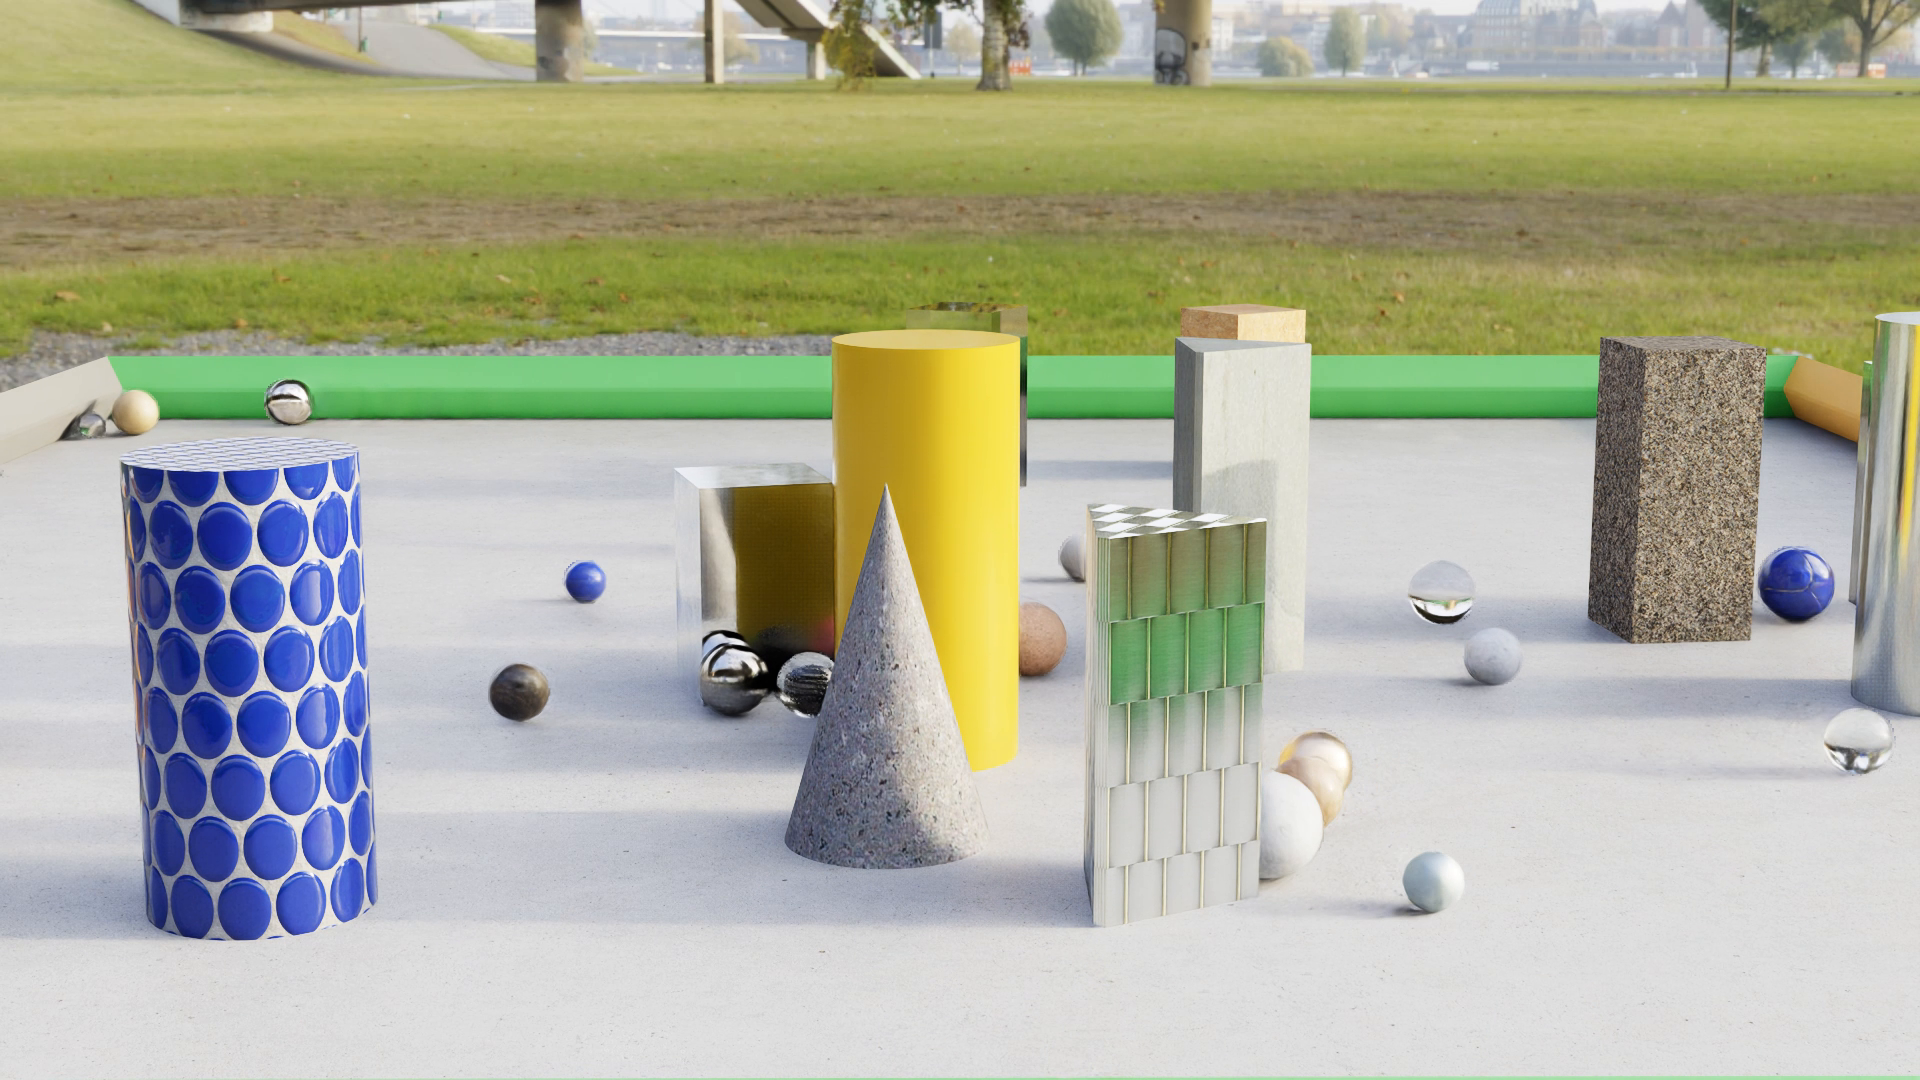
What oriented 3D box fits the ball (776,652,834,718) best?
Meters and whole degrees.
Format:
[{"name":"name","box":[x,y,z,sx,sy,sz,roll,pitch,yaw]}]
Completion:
[{"name":"ball","box":[-0.170,0.163,2.898,0.074,0.074,0.074,0,10,0]}]

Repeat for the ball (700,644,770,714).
[{"name":"ball","box":[-0.256,0.158,2.912,0.080,0.080,0.080,0,10,0]}]

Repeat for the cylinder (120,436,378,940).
[{"name":"cylinder","box":[-0.613,0.123,2.222,0.197,0.400,0.197,0,10,0]}]

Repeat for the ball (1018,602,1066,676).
[{"name":"ball","box":[0.084,0.119,3.097,0.089,0.089,0.089,0,10,0]}]

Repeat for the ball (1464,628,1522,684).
[{"name":"ball","box":[0.633,0.138,3.052,0.068,0.068,0.068,0,10,0]}]

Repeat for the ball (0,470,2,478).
[{"name":"ball","box":[-1.682,-0.113,4.402,0.070,0.070,0.070,0,10,0]}]

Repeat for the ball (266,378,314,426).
[{"name":"ball","box":[-1.369,-0.282,5.246,0.096,0.096,0.096,0,10,0]}]

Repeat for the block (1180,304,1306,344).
[{"name":"block","box":[0.509,-0.271,4.639,0.158,0.294,0.158,-7,13,-34]}]

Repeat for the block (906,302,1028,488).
[{"name":"block","box":[0.013,-0.242,4.419,0.158,0.318,0.158,5,11,24]}]

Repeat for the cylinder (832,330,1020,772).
[{"name":"cylinder","box":[-0.036,0.008,2.720,0.197,0.444,0.197,0,10,0]}]

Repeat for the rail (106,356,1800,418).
[{"name":"rail","box":[-0.011,-0.316,5.331,3.529,0.128,0.045,0,10,0]}]

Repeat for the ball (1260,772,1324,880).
[{"name":"ball","box":[0.280,0.258,2.324,0.097,0.097,0.097,0,10,0]}]

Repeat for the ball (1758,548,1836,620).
[{"name":"ball","box":[1.110,0.058,3.404,0.097,0.097,0.097,0,10,0]}]

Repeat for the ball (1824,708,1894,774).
[{"name":"ball","box":[0.934,0.209,2.667,0.069,0.069,0.069,0,10,0]}]

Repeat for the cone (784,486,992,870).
[{"name":"cone","box":[-0.069,0.115,2.419,0.197,0.344,0.197,0,10,0]}]

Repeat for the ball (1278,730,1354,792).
[{"name":"ball","box":[0.354,0.226,2.555,0.075,0.075,0.075,0,10,0]}]

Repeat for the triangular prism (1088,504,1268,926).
[{"name":"triangular prism","box":[0.155,0.145,2.270,0.171,0.339,0.148,-6,12,-30]}]

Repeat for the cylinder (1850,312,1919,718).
[{"name":"cylinder","box":[1.139,-0.032,2.943,0.197,0.442,0.197,0,10,0]}]

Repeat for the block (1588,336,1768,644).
[{"name":"block","box":[0.925,-0.068,3.321,0.158,0.376,0.158,-1,11,-7]}]

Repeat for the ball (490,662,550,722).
[{"name":"ball","box":[-0.495,0.170,2.883,0.067,0.067,0.067,0,10,0]}]

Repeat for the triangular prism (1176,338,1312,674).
[{"name":"triangular prism","box":[0.308,-0.042,3.120,0.171,0.398,0.148,-7,13,-33]}]

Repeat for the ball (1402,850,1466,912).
[{"name":"ball","box":[0.413,0.297,2.235,0.053,0.053,0.053,0,10,0]}]

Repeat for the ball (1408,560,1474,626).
[{"name":"ball","box":[0.634,0.070,3.375,0.085,0.085,0.085,0,10,0]}]

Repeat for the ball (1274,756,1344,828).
[{"name":"ball","box":[0.332,0.244,2.465,0.073,0.073,0.073,0,10,0]}]

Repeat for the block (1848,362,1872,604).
[{"name":"block","box":[1.303,-0.065,3.424,0.158,0.331,0.158,0,10,-2]}]

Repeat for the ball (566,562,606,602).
[{"name":"ball","box":[-0.513,0.057,3.519,0.057,0.057,0.057,0,10,0]}]

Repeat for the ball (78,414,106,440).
[{"name":"ball","box":[-1.708,-0.224,5.052,0.052,0.052,0.052,0,10,0]}]

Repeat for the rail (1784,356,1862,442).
[{"name":"rail","box":[1.741,0.031,3.459,0.045,0.128,3.876,0,10,0]}]

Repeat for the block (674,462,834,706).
[{"name":"block","box":[-0.242,0.049,3.022,0.158,0.254,0.158,-3,11,-16]}]

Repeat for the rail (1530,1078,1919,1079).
[{"name":"rail","box":[0.011,0.382,1.566,3.529,0.128,0.045,0,10,0]}]

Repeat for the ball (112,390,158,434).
[{"name":"ball","box":[-1.643,-0.254,5.110,0.089,0.089,0.089,0,10,0]}]

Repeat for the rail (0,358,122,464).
[{"name":"rail","box":[-1.741,0.035,3.439,0.045,0.128,3.876,0,10,0]}]

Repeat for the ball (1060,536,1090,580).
[{"name":"ball","box":[0.176,0.026,3.667,0.065,0.065,0.065,0,10,0]}]
